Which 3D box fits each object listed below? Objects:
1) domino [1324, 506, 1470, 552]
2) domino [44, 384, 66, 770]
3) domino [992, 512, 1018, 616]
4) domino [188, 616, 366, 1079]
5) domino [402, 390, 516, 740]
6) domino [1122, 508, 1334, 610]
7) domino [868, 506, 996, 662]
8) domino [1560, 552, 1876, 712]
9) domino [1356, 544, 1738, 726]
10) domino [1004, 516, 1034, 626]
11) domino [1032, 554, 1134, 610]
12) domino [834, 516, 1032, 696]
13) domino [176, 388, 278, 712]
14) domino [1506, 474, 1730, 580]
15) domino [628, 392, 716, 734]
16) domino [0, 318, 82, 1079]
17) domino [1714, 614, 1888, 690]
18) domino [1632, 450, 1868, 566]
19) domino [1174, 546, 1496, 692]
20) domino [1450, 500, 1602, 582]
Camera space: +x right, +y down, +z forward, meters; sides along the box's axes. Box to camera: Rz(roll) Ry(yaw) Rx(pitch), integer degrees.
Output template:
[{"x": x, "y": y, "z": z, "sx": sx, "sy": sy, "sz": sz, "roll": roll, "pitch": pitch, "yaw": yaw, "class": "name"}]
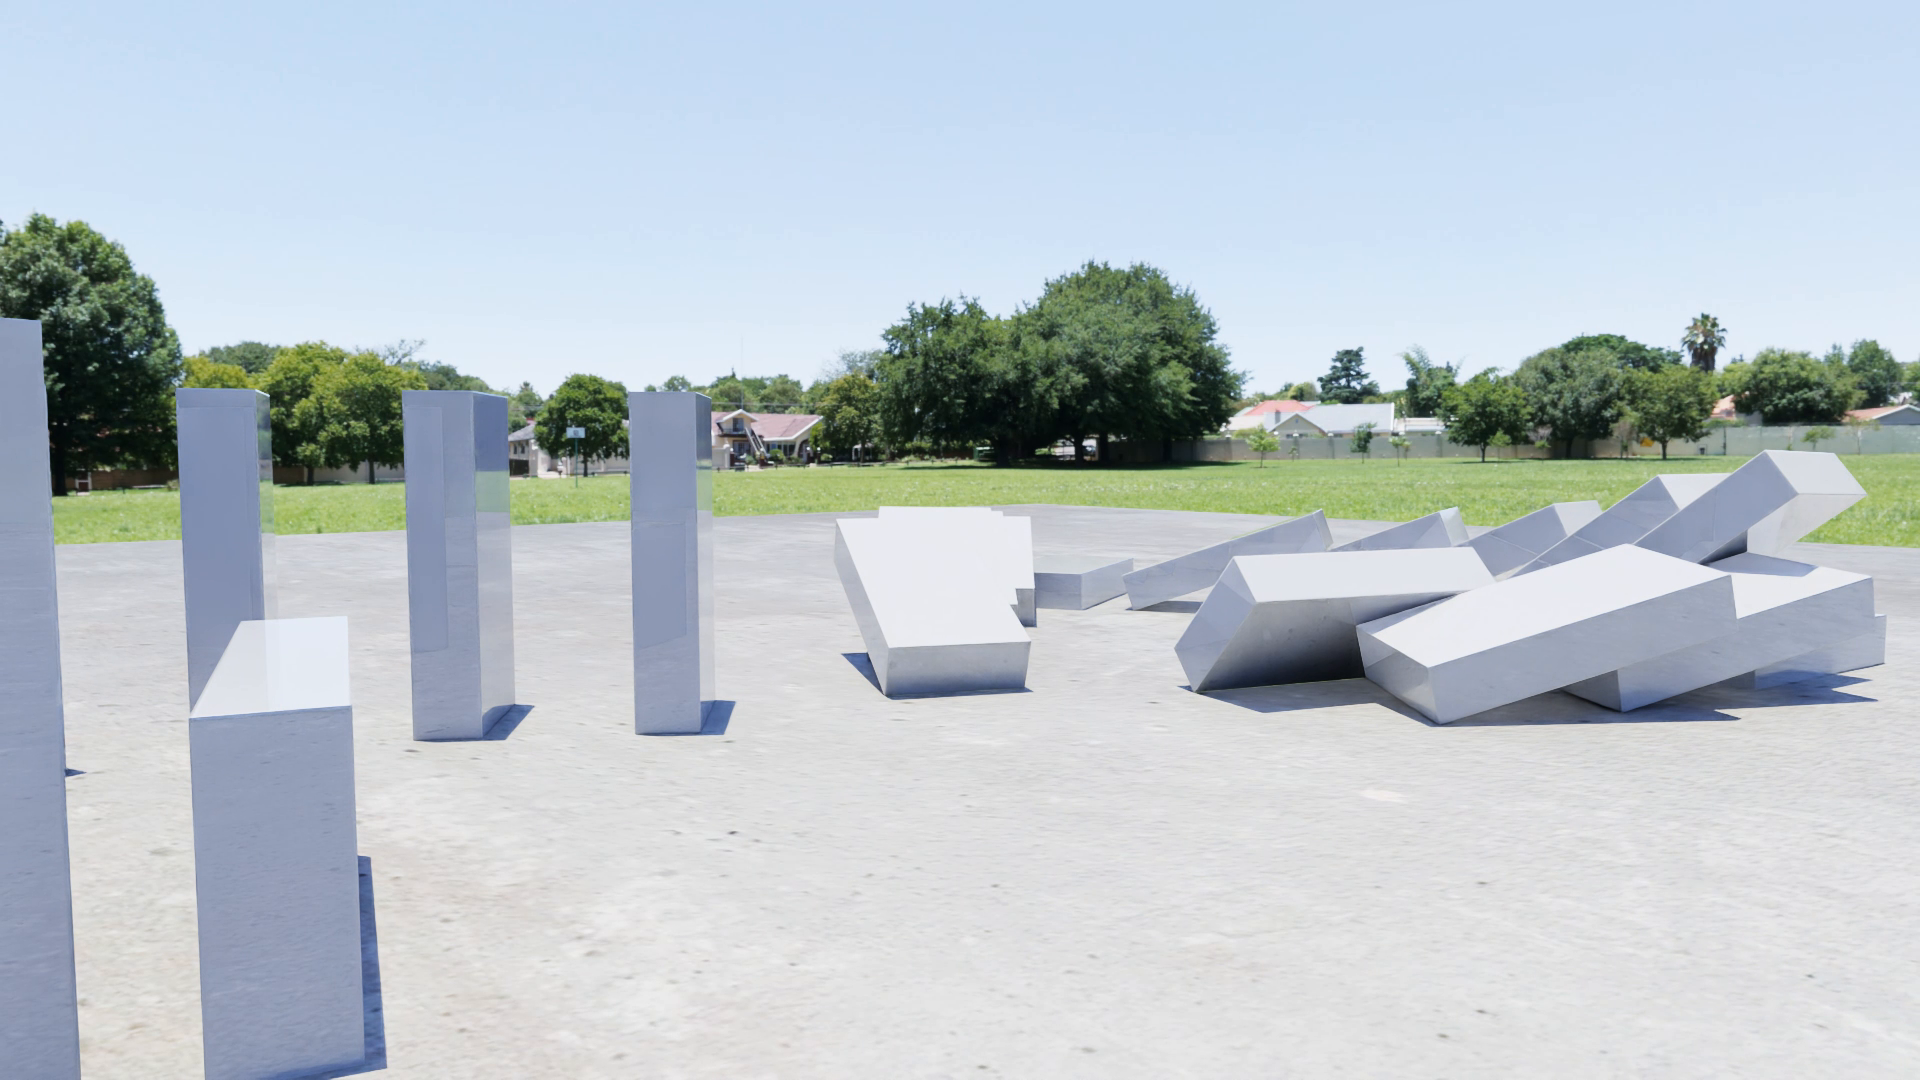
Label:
[{"x": 0.097, "y": 0.005, "z": 0.315, "sx": 0.050, "sy": 0.009, "sz": 0.025, "roll": -22, "pitch": -8, "yaw": 29, "class": "domino"}, {"x": -0.130, "y": 0.005, "z": 0.167, "sx": 0.025, "sy": 0.050, "sz": 0.009, "roll": 2, "pitch": 5, "yaw": 28, "class": "domino"}, {"x": -0.001, "y": 0.008, "z": 0.293, "sx": 0.025, "sy": 0.009, "sz": 0.050, "roll": 0, "pitch": 24, "yaw": -2, "class": "domino"}, {"x": -0.056, "y": 0.022, "z": 0.108, "sx": 0.010, "sy": 0.025, "sz": 0.050, "roll": -2, "pitch": 5, "yaw": -26, "class": "domino"}, {"x": -0.076, "y": 0.003, "z": 0.195, "sx": 0.009, "sy": 0.050, "sz": 0.025, "roll": -1, "pitch": 4, "yaw": -9, "class": "domino"}, {"x": 0.069, "y": 0.005, "z": 0.330, "sx": 0.050, "sy": 0.009, "sz": 0.025, "roll": -19, "pitch": -3, "yaw": 21, "class": "domino"}, {"x": -0.005, "y": 0.008, "z": 0.268, "sx": 0.025, "sy": 0.009, "sz": 0.050, "roll": 1, "pitch": 27, "yaw": -1, "class": "domino"}, {"x": 0.124, "y": 0.015, "z": 0.219, "sx": 0.050, "sy": 0.009, "sz": 0.025, "roll": -15, "pitch": 12, "yaw": -12, "class": "domino"}, {"x": 0.094, "y": 0.014, "z": 0.207, "sx": 0.050, "sy": 0.009, "sz": 0.025, "roll": -16, "pitch": 12, "yaw": -5, "class": "domino"}, {"x": 0.006, "y": 0.007, "z": 0.323, "sx": 0.025, "sy": 0.010, "sz": 0.050, "roll": 0, "pitch": 20, "yaw": 2, "class": "domino"}, {"x": 0.029, "y": 0.011, "z": 0.355, "sx": 0.025, "sy": 0.009, "sz": 0.050, "roll": 2, "pitch": 5, "yaw": 23, "class": "domino"}, {"x": -0.007, "y": 0.011, "z": 0.240, "sx": 0.025, "sy": 0.010, "sz": 0.050, "roll": -1, "pitch": 27, "yaw": -16, "class": "domino"}, {"x": -0.106, "y": 0.003, "z": 0.187, "sx": 0.009, "sy": 0.050, "sz": 0.025, "roll": -2, "pitch": 5, "yaw": -24, "class": "domino"}, {"x": 0.133, "y": 0.004, "z": 0.264, "sx": 0.025, "sy": 0.009, "sz": 0.050, "roll": -3, "pitch": -30, "yaw": -31, "class": "domino"}, {"x": -0.044, "y": 0.003, "z": 0.199, "sx": 0.010, "sy": 0.050, "sz": 0.025, "roll": 0, "pitch": 4, "yaw": -6, "class": "domino"}, {"x": -0.065, "y": 0.012, "z": 0.071, "sx": 0.009, "sy": 0.050, "sz": 0.025, "roll": 2, "pitch": 5, "yaw": 23, "class": "domino"}, {"x": 0.152, "y": 0.019, "z": 0.246, "sx": 0.050, "sy": 0.009, "sz": 0.025, "roll": -3, "pitch": 5, "yaw": -33, "class": "domino"}, {"x": 0.140, "y": 0.002, "z": 0.243, "sx": 0.025, "sy": 0.009, "sz": 0.050, "roll": -1, "pitch": -34, "yaw": -32, "class": "domino"}, {"x": 0.065, "y": 0.014, "z": 0.223, "sx": 0.050, "sy": 0.009, "sz": 0.025, "roll": -2, "pitch": -40, "yaw": -22, "class": "domino"}, {"x": 0.118, "y": 0.006, "z": 0.291, "sx": 0.025, "sy": 0.009, "sz": 0.050, "roll": -4, "pitch": -19, "yaw": -45, "class": "domino"}]
